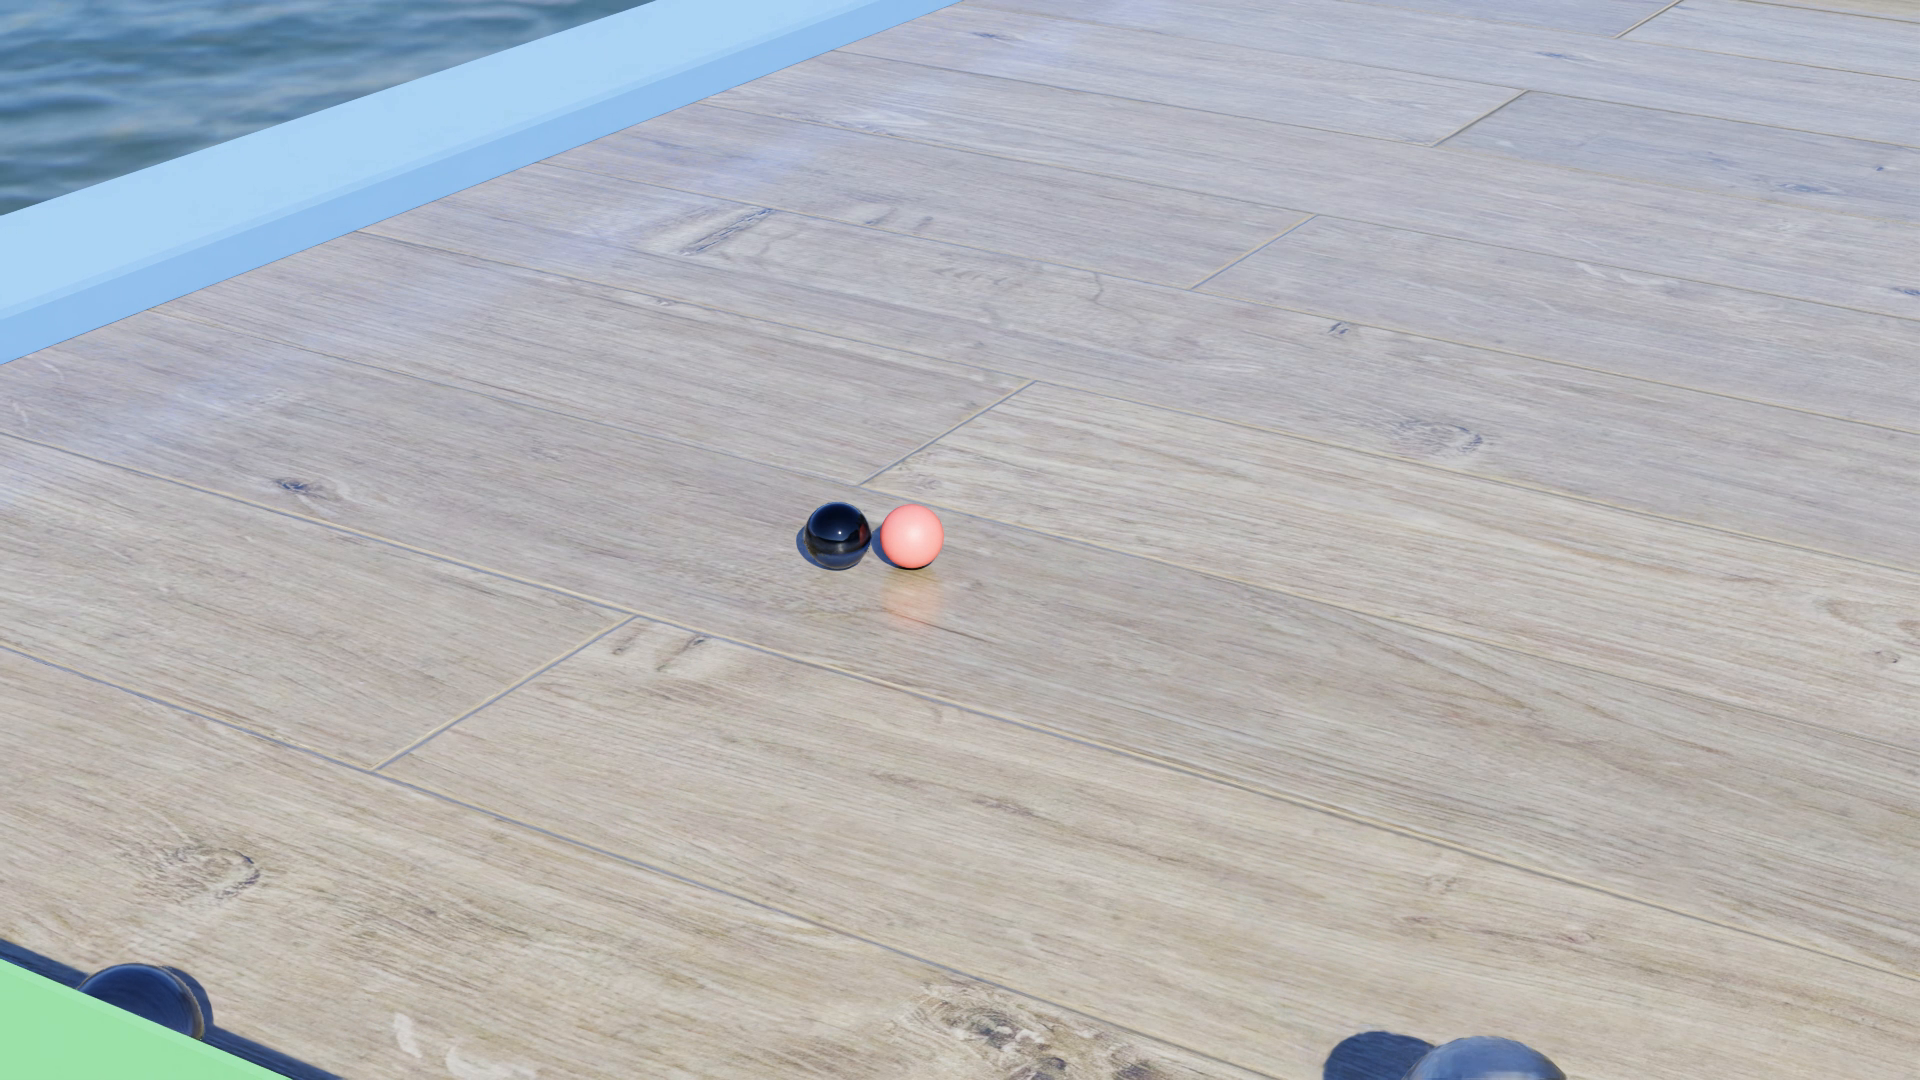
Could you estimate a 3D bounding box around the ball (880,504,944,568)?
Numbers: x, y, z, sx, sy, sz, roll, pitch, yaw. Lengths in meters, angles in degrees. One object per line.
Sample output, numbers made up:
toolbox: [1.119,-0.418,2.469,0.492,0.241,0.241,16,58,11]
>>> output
ball: [-0.032,-0.003,1.949,0.043,0.043,0.043,0,24,0]

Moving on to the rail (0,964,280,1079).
rail: [-0.403,0.232,1.328,1.707,0.115,0.045,14,28,29]

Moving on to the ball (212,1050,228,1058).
ball: [-0.352,0.258,1.354,0.048,0.048,0.048,0,24,0]

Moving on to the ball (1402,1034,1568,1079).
ball: [0.232,0.263,1.295,0.088,0.088,0.088,0,24,0]

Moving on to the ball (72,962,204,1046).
ball: [-0.391,0.233,1.388,0.067,0.067,0.067,0,24,0]

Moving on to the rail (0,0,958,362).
rail: [-0.287,-0.474,2.923,0.045,0.115,3.125,14,28,29]

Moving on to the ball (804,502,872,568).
ball: [-0.081,-0.003,1.948,0.045,0.045,0.045,0,24,0]
